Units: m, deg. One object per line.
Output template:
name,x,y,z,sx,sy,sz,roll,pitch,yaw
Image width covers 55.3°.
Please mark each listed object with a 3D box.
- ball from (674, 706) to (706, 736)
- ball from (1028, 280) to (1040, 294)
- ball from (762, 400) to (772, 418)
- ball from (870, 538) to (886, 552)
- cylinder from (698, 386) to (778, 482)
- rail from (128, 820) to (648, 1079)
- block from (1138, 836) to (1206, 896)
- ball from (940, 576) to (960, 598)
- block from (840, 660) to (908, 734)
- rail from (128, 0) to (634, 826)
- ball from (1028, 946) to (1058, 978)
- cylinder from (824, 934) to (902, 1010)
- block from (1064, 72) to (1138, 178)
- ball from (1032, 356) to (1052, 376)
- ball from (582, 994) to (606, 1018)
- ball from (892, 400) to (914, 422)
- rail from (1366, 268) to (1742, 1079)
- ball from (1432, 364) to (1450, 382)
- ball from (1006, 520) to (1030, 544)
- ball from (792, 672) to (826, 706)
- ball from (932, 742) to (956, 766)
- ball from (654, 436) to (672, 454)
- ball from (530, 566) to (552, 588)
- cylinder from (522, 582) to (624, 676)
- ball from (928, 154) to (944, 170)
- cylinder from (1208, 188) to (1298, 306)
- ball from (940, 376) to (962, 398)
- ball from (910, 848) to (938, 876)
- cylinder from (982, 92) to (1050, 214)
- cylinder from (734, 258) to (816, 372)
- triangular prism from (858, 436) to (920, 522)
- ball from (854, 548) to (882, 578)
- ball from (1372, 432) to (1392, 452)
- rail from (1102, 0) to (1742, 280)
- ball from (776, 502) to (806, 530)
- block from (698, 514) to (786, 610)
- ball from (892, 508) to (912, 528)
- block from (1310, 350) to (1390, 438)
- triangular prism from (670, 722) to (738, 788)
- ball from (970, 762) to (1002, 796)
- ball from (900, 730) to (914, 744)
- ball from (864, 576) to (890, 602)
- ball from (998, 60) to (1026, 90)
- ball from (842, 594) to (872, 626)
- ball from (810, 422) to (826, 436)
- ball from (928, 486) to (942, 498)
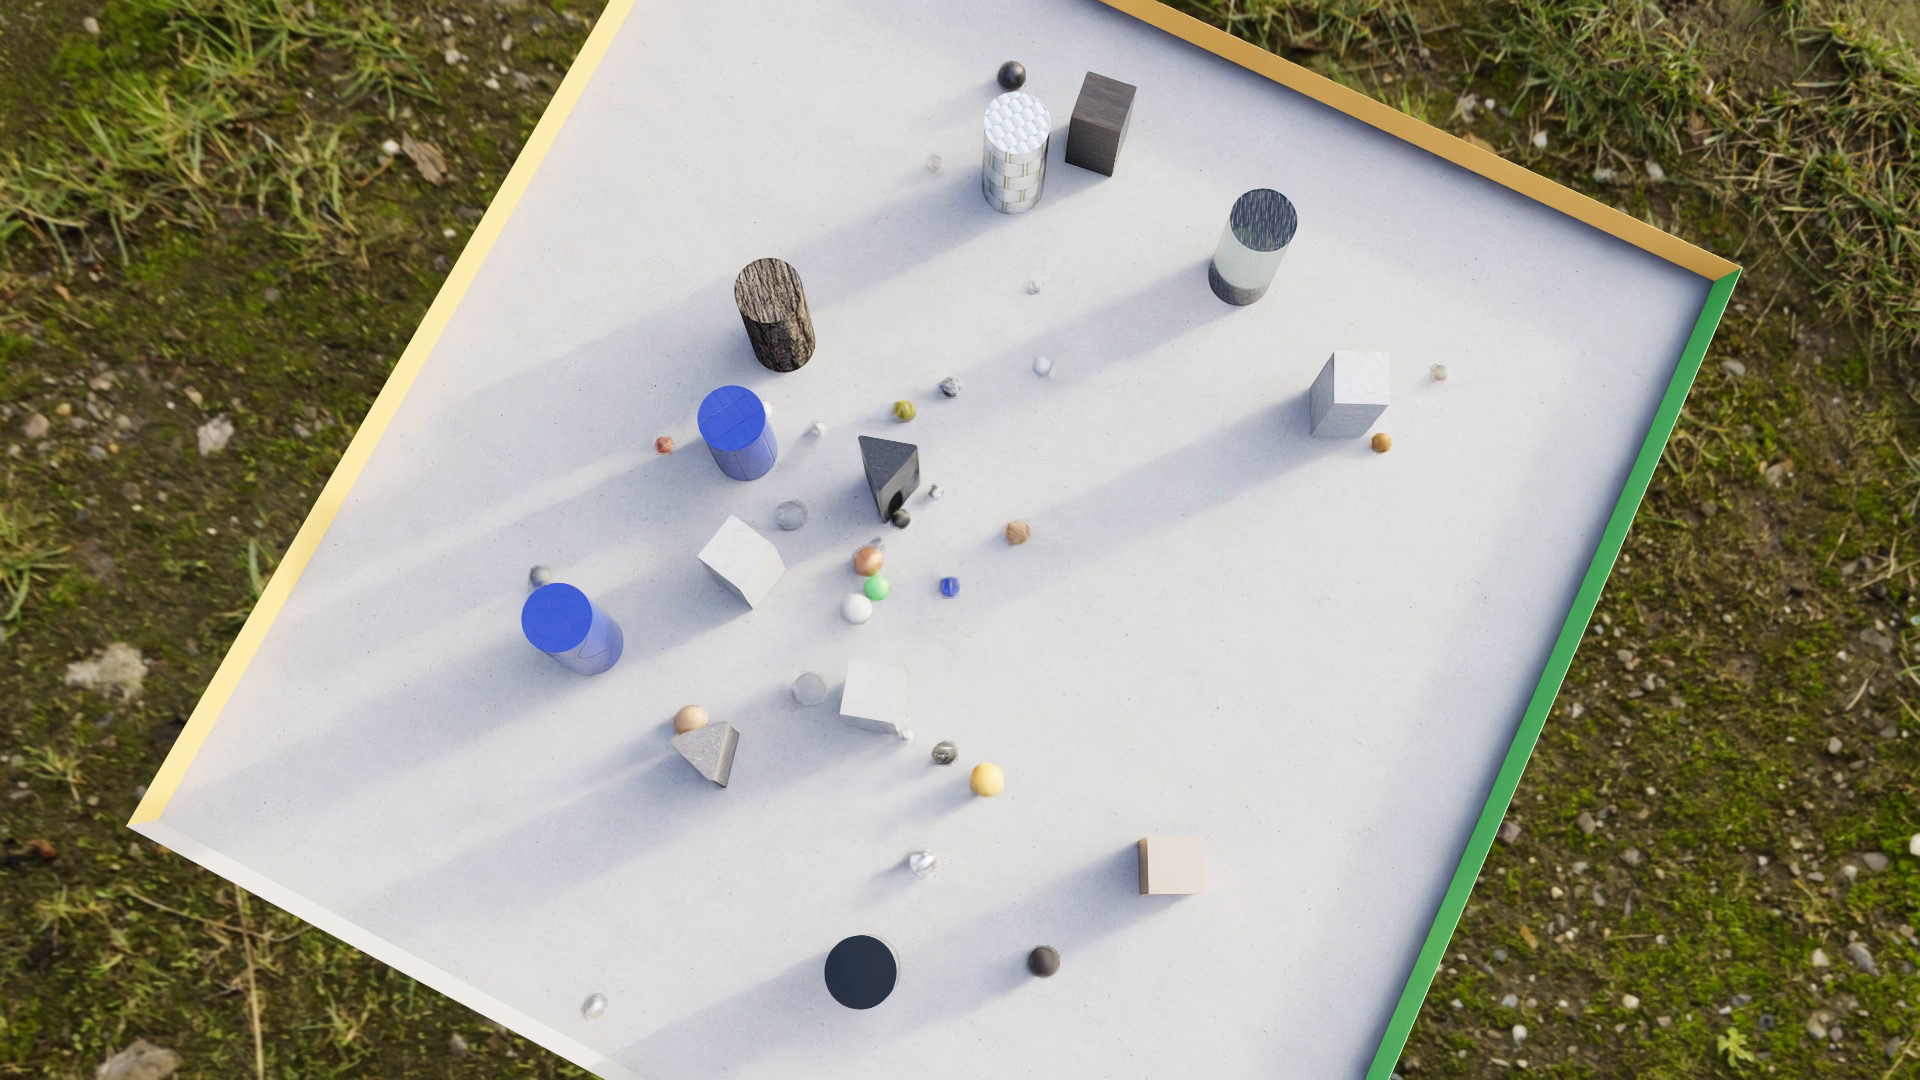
ball,-0.804,0.542,5.455,0.097,0.097,0.097,0,78,0
ball,0.233,-0.796,5.760,0.041,0.041,0.041,0,78,0
ball,-0.608,-0.402,5.671,0.057,0.057,0.057,0,78,0
ball,-0.251,0.015,5.590,0.046,0.046,0.046,0,78,0
cylinder,-0.662,-0.316,5.492,0.198,0.371,0.198,0,78,0
rail,-0.814,1.602,5.218,3.562,0.128,0.045,26,80,5
block,0.607,0.940,5.279,0.158,0.281,0.158,-1,78,0
ball,-0.031,0.142,5.555,0.064,0.064,0.064,0,78,0
block,-0.249,0.461,5.356,0.158,0.323,0.158,10,78,2
rail,-1.572,-0.763,5.708,0.045,0.128,3.689,26,80,5
ball,0.240,1.226,5.317,0.090,0.090,0.090,0,78,0
cylinder,-0.270,1.213,5.165,0.198,0.393,0.198,0,78,0
block,0.436,-1.292,5.710,0.158,0.341,0.158,19,79,4
ball,0.254,-0.541,5.697,0.061,0.061,0.061,0,78,0
ball,-1.058,1.350,5.303,0.066,0.066,0.066,0,78,0
ball,-0.176,-0.400,5.666,0.066,0.066,0.066,0,78,0
rail,1.572,0.776,5.389,0.045,0.128,3.689,26,80,5
ball,1.493,-0.518,5.696,0.054,0.054,0.054,0,78,0
ball,0.176,-0.023,5.583,0.076,0.076,0.076,0,78,0
ball,-0.451,0.445,5.475,0.098,0.098,0.098,0,78,0
ball,-0.046,0.635,5.449,0.071,0.071,0.071,0,78,0
ball,-0.913,-0.293,5.649,0.055,0.055,0.055,0,78,0
ball,-1.271,0.113,5.560,0.065,0.065,0.065,0,78,0
cylinder,-1.118,0.264,5.316,0.198,0.481,0.198,0,78,0
ball,-0.079,-1.202,5.840,0.049,0.049,0.049,0,78,0
cylinder,0.882,-0.881,5.556,0.198,0.475,0.198,0,78,0
ball,-0.028,-0.474,5.682,0.065,0.065,0.065,0,78,0
ball,-0.107,0.946,5.378,0.083,0.083,0.083,0,78,0
cylinder,0.169,-1.179,5.619,0.198,0.474,0.198,0,78,0
cylinder,-0.551,-0.669,5.507,0.198,0.487,0.198,0,78,0
triangular prism,-0.233,-0.205,5.435,0.148,0.439,0.171,40,81,8
ball,-0.279,0.067,5.557,0.090,0.090,0.090,0,78,0
ball,1.301,-0.300,5.646,0.063,0.063,0.063,0,78,0
rail,0.814,-1.588,5.879,3.562,0.128,0.045,26,80,5
ball,-0.514,-0.074,5.587,0.089,0.089,0.089,0,78,0
block,-0.642,0.068,5.420,0.158,0.357,0.158,37,81,7
ball,-0.179,-0.065,5.599,0.061,0.061,0.061,0,78,0
block,1.169,-0.435,5.516,0.158,0.373,0.158,2,78,0
triangular prism,-0.713,0.599,5.337,0.171,0.304,0.148,42,81,8
ball,0.077,0.709,5.419,0.099,0.099,0.099,0,78,0
ball,-0.159,0.588,5.471,0.047,0.047,0.047,0,78,0
ball,-0.251,0.146,5.546,0.079,0.079,0.079,0,78,0
ball,0.168,-1.489,5.877,0.093,0.093,0.093,0,78,0
ball,-0.311,0.209,5.525,0.094,0.094,0.094,0,78,0
ball,-0.439,-0.342,5.664,0.046,0.046,0.046,0,78,0
ball,-0.075,-0.147,5.626,0.041,0.041,0.041,0,78,0
